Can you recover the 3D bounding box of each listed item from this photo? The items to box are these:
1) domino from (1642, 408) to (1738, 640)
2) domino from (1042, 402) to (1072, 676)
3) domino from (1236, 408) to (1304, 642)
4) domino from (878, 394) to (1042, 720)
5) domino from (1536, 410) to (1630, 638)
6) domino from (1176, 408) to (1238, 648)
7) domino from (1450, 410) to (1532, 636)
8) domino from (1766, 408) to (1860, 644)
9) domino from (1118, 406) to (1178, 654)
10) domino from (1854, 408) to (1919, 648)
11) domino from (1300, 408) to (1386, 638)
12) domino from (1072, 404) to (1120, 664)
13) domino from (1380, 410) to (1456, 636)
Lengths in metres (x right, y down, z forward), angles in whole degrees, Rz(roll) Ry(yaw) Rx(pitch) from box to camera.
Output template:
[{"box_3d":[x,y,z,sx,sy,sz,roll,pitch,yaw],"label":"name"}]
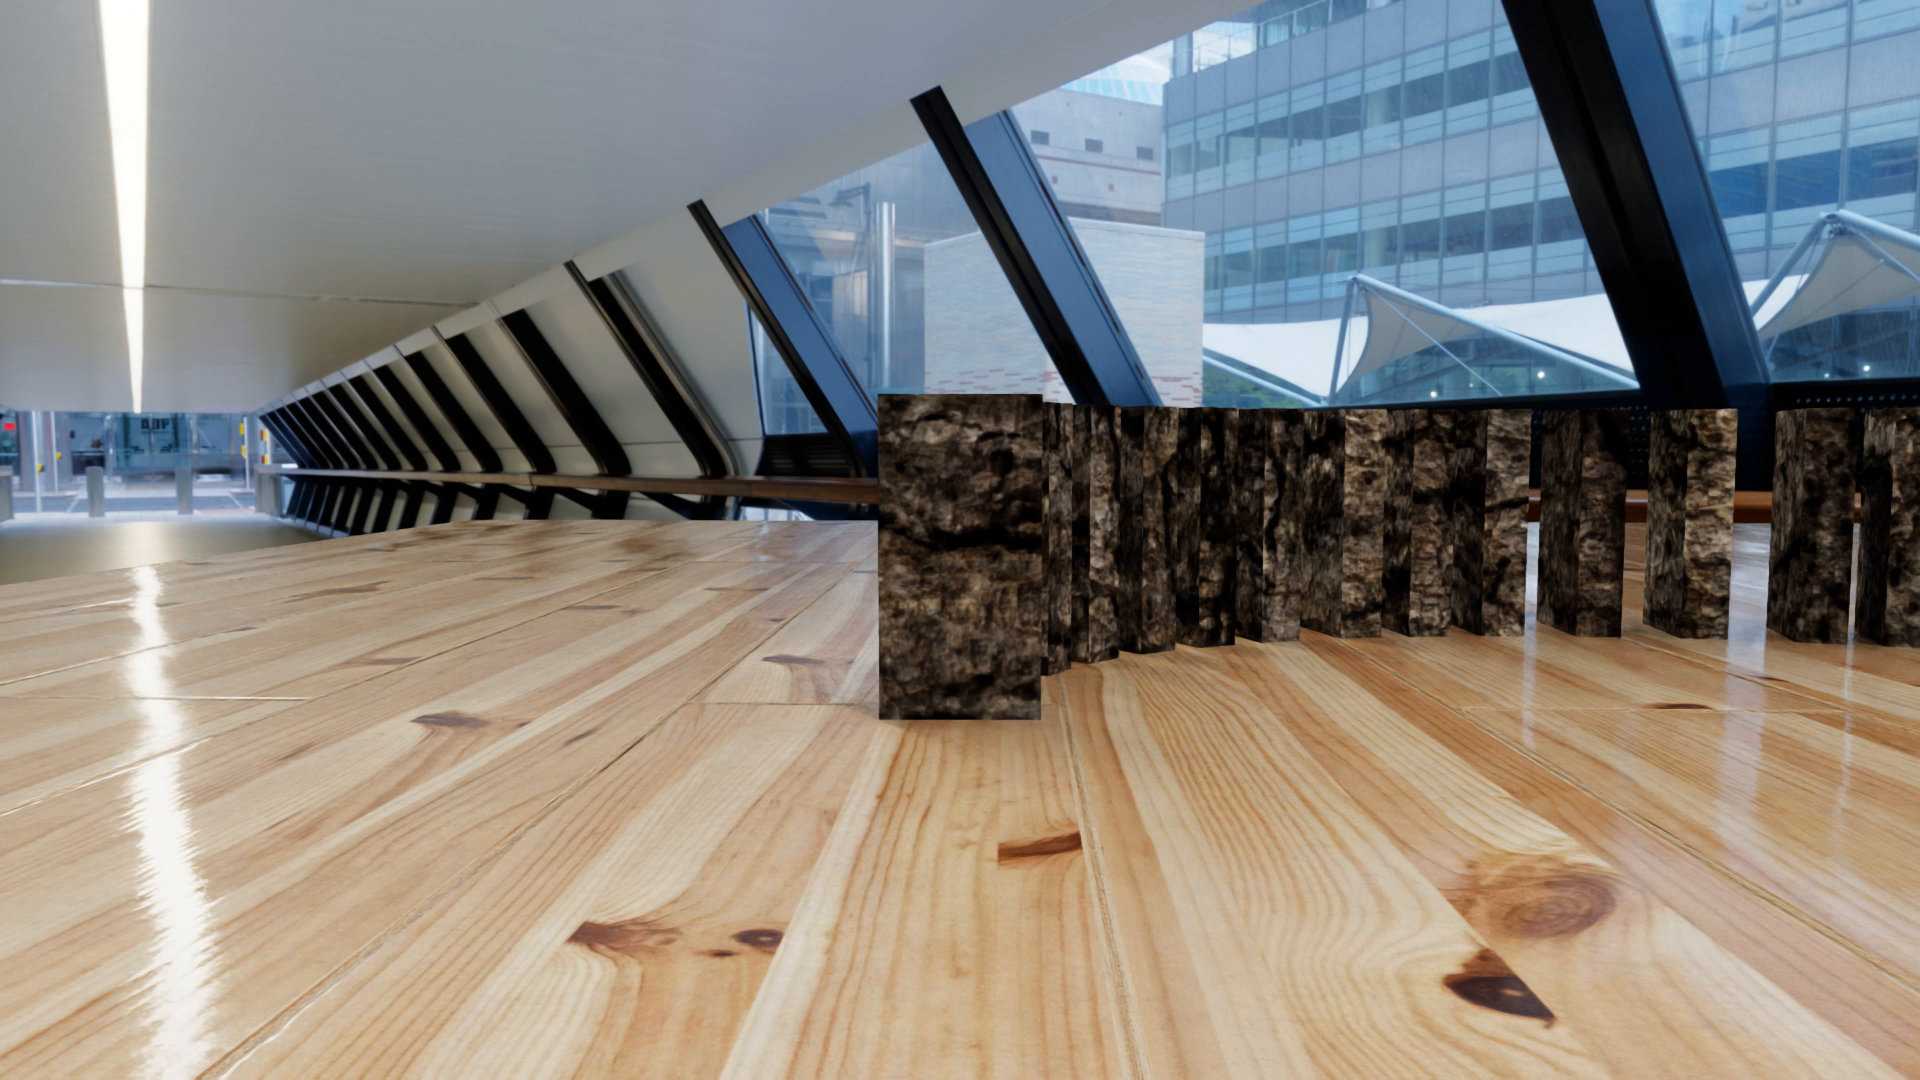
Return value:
[{"box_3d":[0.165,-0.004,0.290,0.010,0.050,0.025,1,4,11],"label":"domino"},{"box_3d":[0.008,-0.001,0.244,0.025,0.050,0.009,3,5,31],"label":"domino"},{"box_3d":[0.065,-0.004,0.286,0.009,0.050,0.025,-2,5,-19],"label":"domino"},{"box_3d":[0.000,0.002,0.201,0.025,0.050,0.009,0,4,0],"label":"domino"},{"box_3d":[0.142,-0.004,0.294,0.010,0.050,0.025,0,4,5],"label":"domino"},{"box_3d":[0.048,-0.003,0.279,0.009,0.050,0.025,-2,5,-26],"label":"domino"},{"box_3d":[0.120,-0.005,0.295,0.009,0.050,0.025,0,4,0],"label":"domino"},{"box_3d":[0.188,-0.004,0.284,0.009,0.050,0.025,2,5,20],"label":"domino"},{"box_3d":[0.033,-0.003,0.270,0.010,0.050,0.025,-3,5,-35],"label":"domino"},{"box_3d":[0.204,-0.003,0.278,0.010,0.050,0.025,2,5,23],"label":"domino"},{"box_3d":[0.085,-0.004,0.292,0.009,0.050,0.025,-1,4,-11],"label":"domino"},{"box_3d":[0.019,-0.002,0.258,0.025,0.050,0.009,4,6,44],"label":"domino"},{"box_3d":[0.103,-0.005,0.294,0.010,0.050,0.025,0,4,-5],"label":"domino"}]
